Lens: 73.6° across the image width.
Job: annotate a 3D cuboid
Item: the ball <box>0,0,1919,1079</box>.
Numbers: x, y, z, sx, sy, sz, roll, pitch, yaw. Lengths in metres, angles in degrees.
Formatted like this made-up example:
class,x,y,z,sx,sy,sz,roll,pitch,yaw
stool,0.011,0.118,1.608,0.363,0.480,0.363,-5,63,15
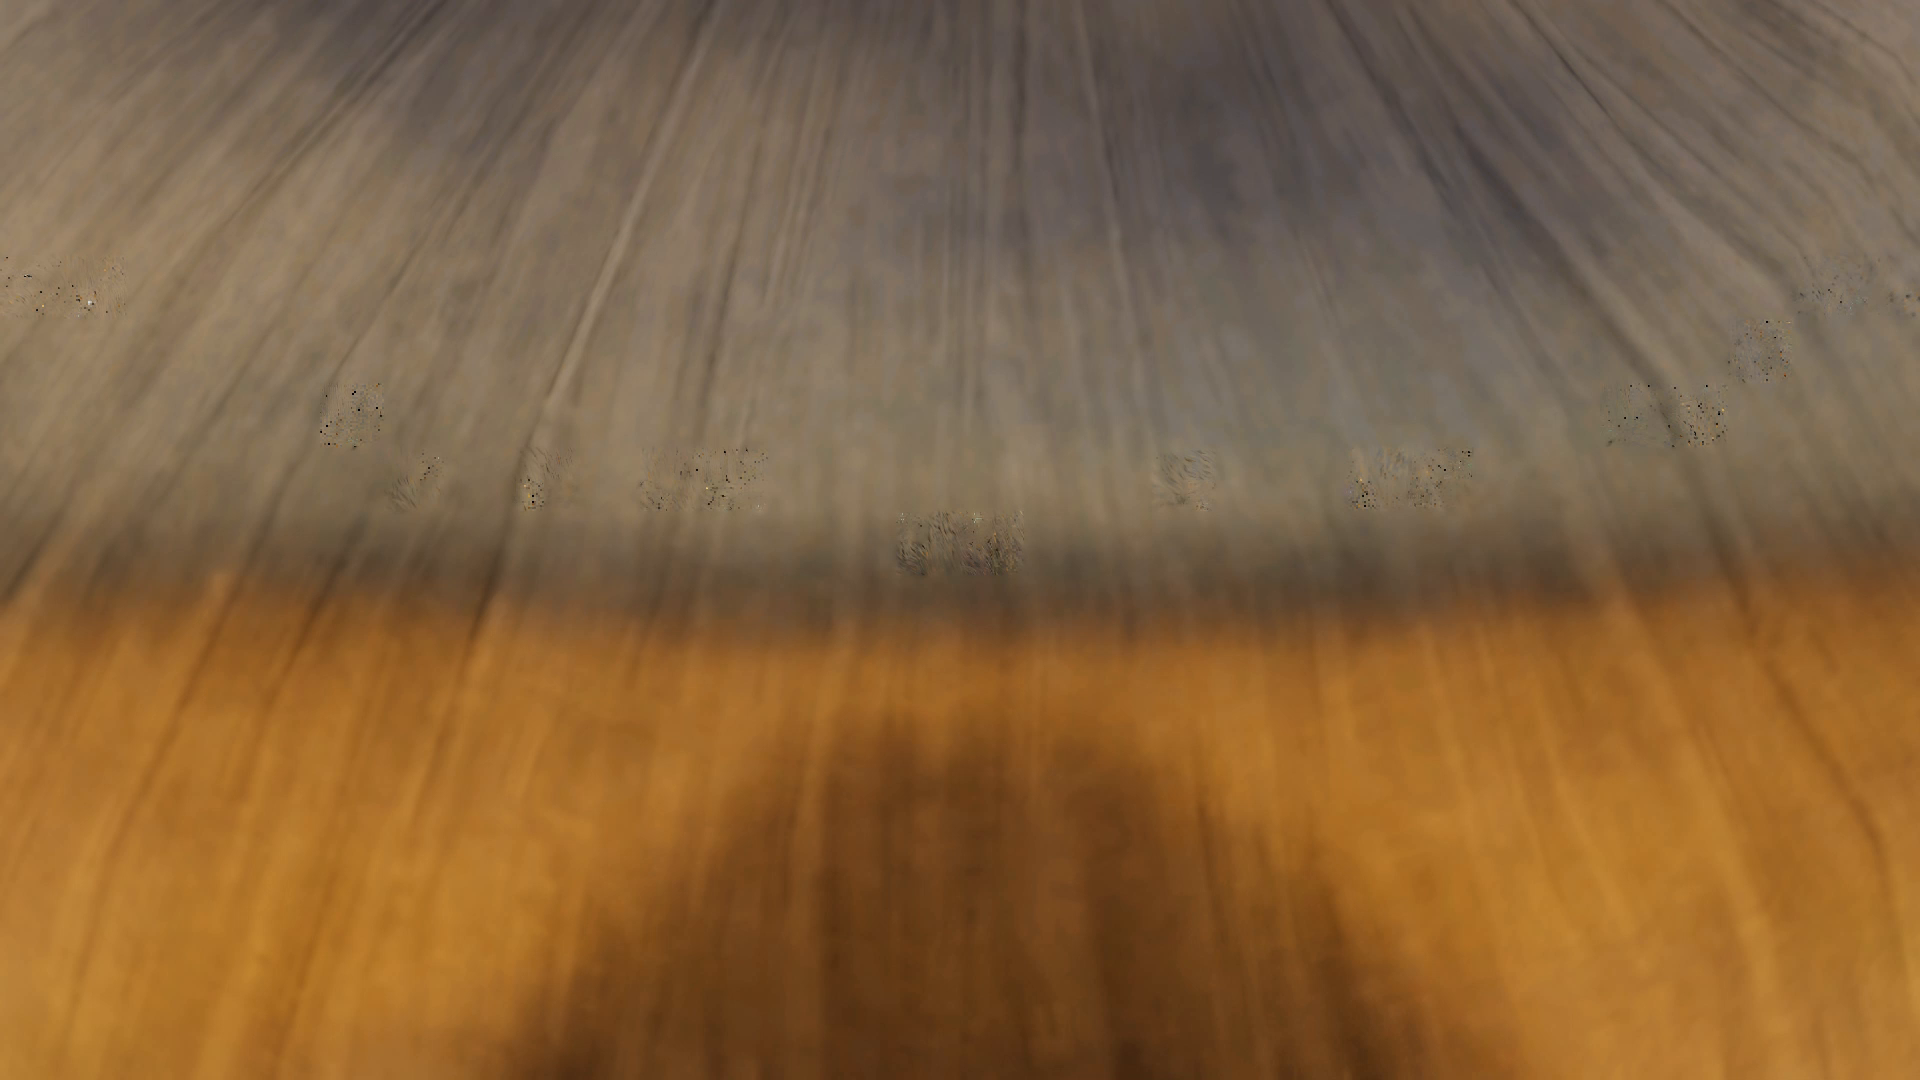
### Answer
class,x,y,z,sx,sy,sz,roll,pitch,yaw
ball,0.000,-0.002,0.056,0.080,0.080,0.080,0,4,0
